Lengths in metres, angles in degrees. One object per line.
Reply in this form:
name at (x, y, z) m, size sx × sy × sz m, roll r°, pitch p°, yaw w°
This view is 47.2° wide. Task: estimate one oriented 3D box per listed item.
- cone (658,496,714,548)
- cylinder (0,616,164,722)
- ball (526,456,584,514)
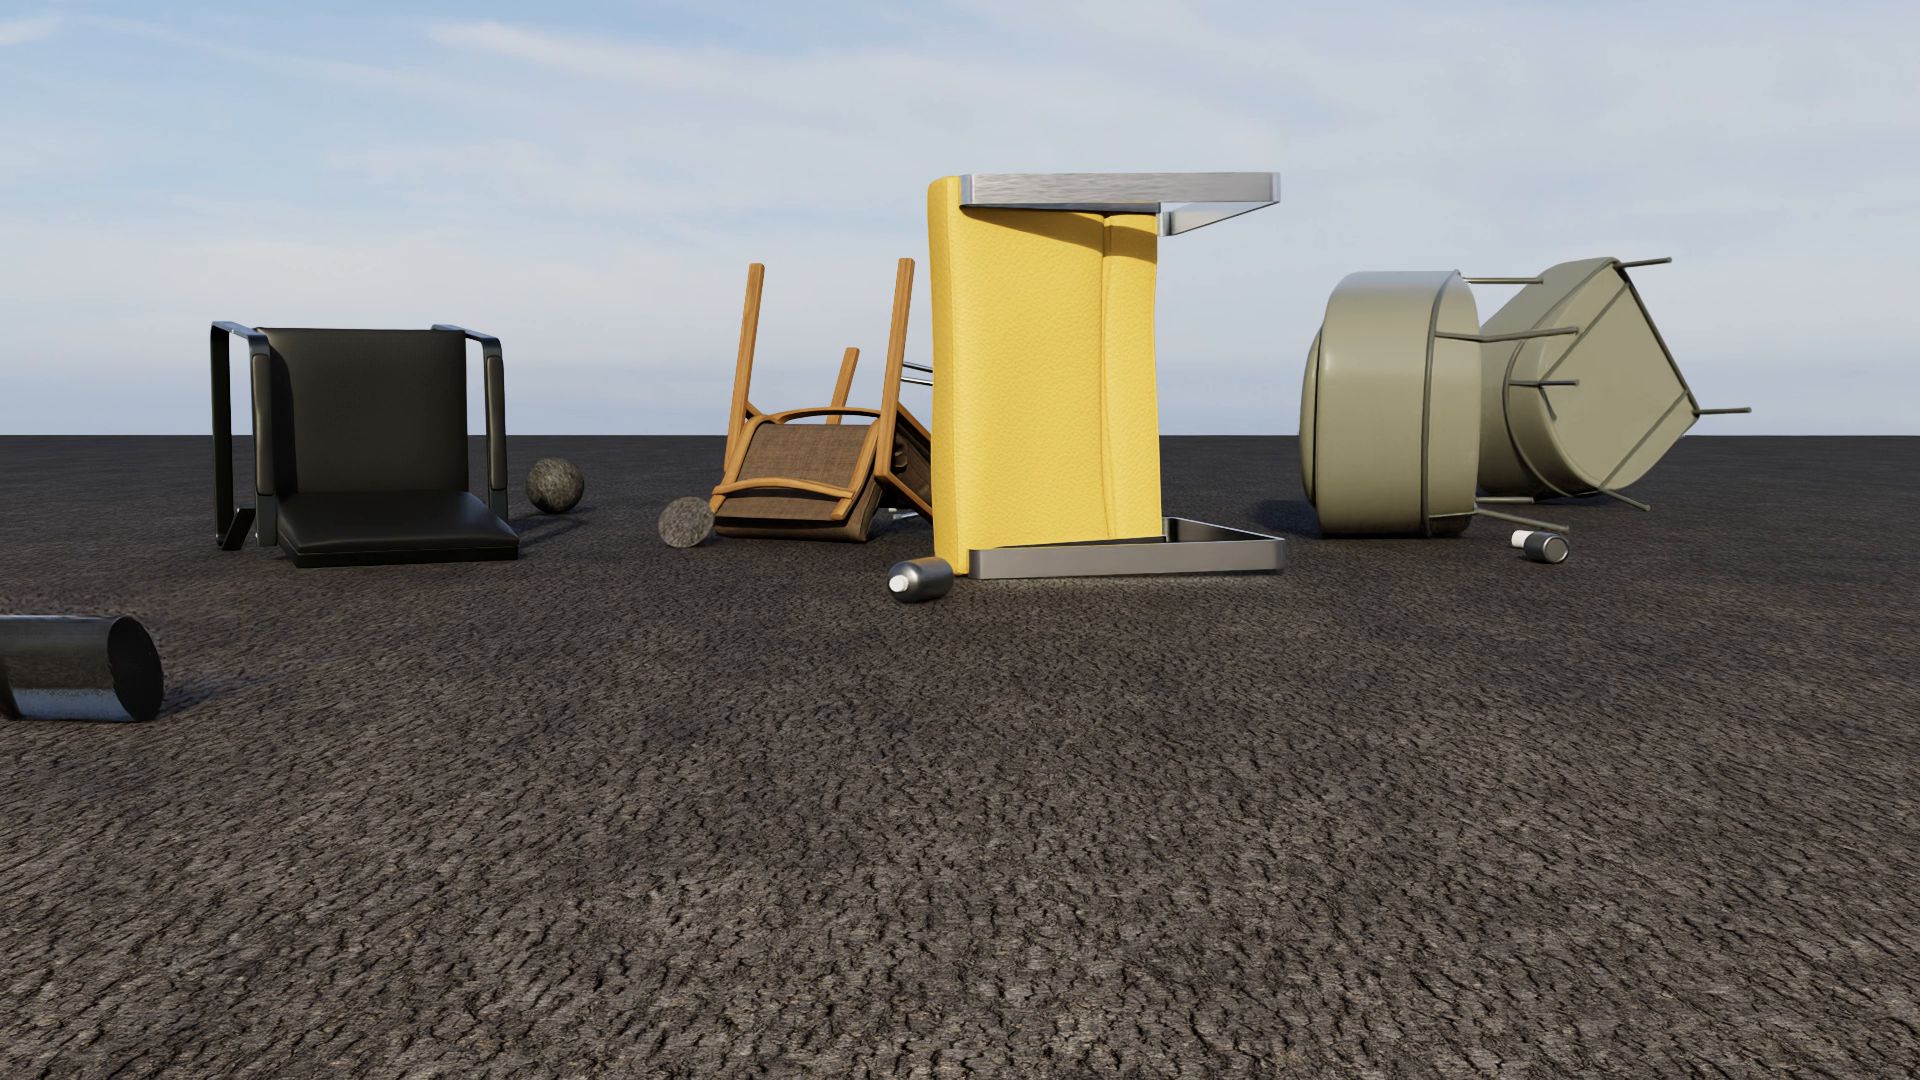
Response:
cone at (-0.777, -0.020, 6.327) m, size 0.158 × 0.173 × 0.119 m, roll 9°, pitch -31°, yaw 11°
cylinder at (-1.193, 0.173, 2.945) m, size 0.188 × 0.116 × 0.179 m, roll 0°, pitch -38°, yaw 6°
ball at (-1.455, -0.198, 7.897) m, size 0.209 × 0.209 × 0.209 m, roll 0°, pitch 4°, yaw 0°
